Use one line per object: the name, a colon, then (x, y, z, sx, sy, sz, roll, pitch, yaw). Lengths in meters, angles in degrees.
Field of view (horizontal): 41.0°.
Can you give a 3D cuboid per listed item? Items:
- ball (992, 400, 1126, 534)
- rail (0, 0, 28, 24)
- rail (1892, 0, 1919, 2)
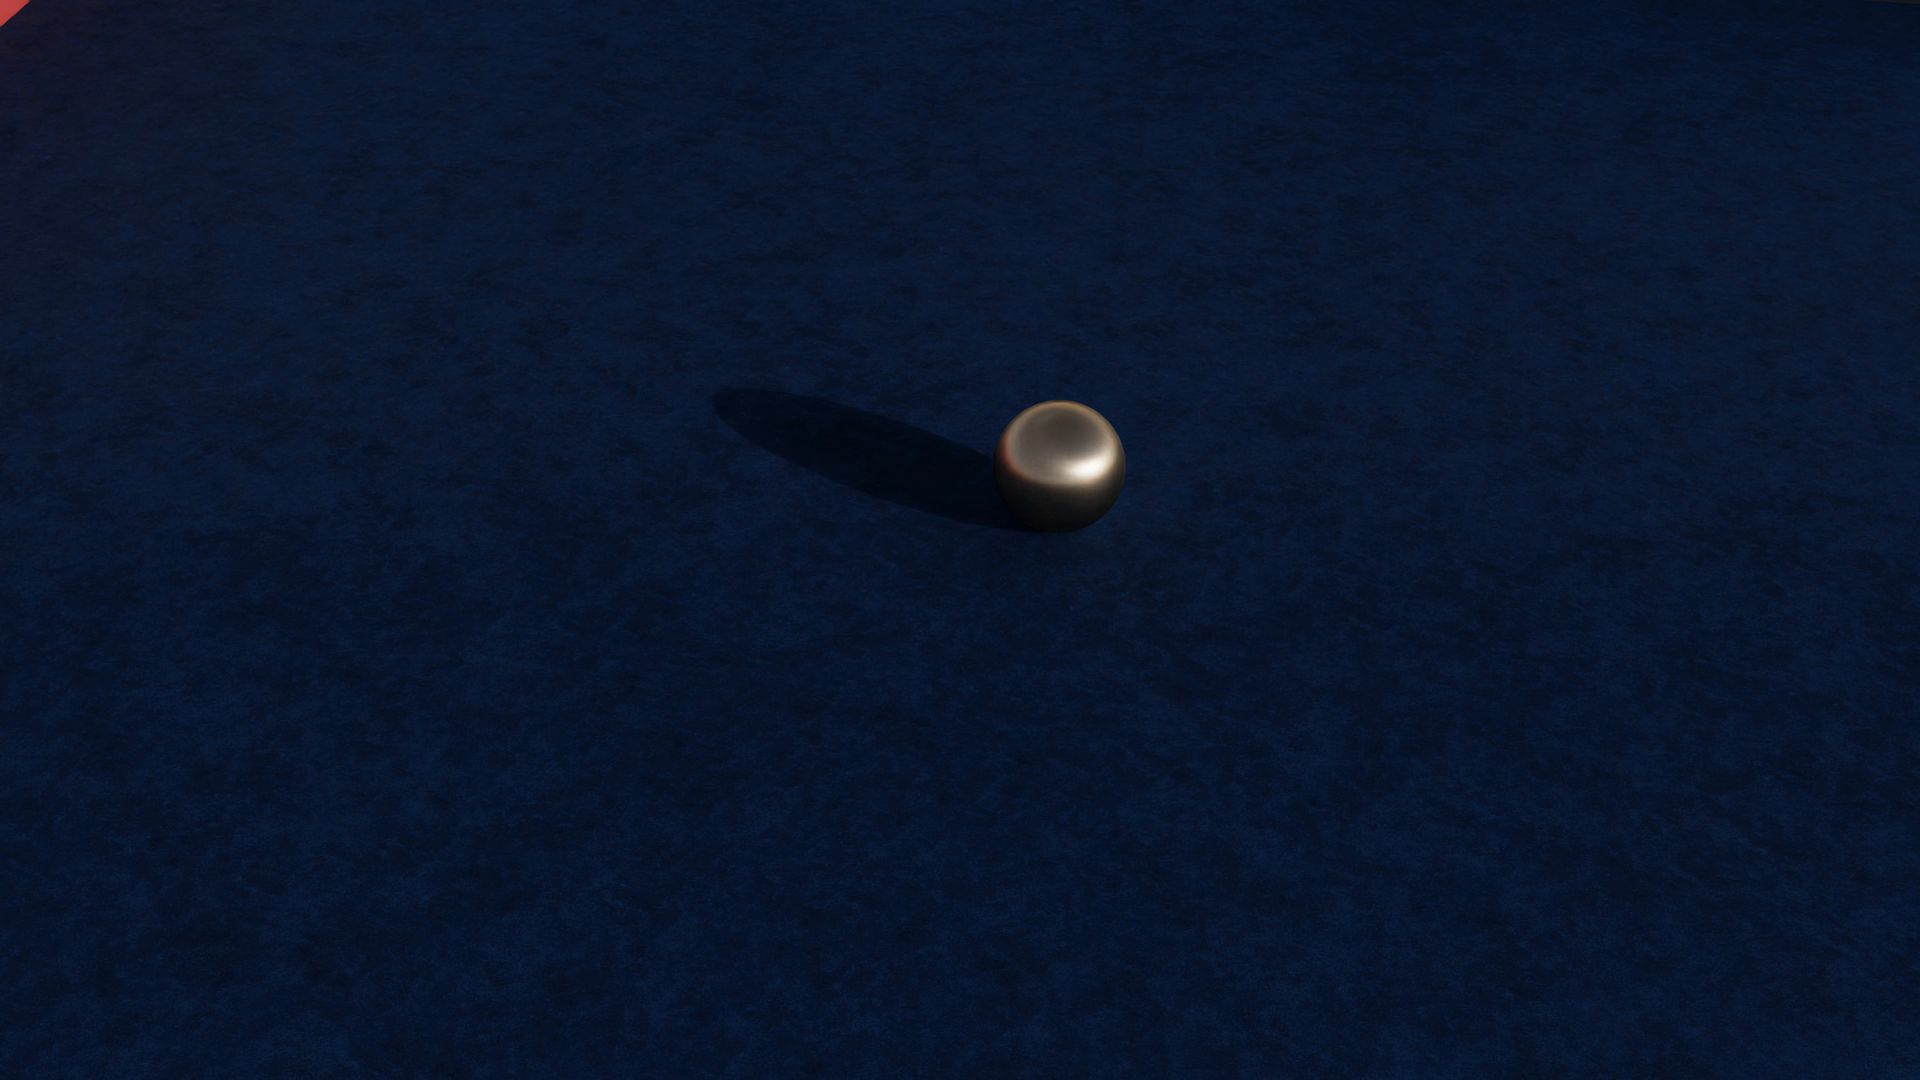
ball: (0.069, -0.051, 1.776, 0.092, 0.092, 0.092, 0, 35, 0)
rail: (-1.034, -0.121, 1.849, 0.045, 0.120, 2.230, 6, 36, 8)
rail: (1.242, -0.536, 2.435, 4.292, 0.120, 0.045, 6, 36, 8)
